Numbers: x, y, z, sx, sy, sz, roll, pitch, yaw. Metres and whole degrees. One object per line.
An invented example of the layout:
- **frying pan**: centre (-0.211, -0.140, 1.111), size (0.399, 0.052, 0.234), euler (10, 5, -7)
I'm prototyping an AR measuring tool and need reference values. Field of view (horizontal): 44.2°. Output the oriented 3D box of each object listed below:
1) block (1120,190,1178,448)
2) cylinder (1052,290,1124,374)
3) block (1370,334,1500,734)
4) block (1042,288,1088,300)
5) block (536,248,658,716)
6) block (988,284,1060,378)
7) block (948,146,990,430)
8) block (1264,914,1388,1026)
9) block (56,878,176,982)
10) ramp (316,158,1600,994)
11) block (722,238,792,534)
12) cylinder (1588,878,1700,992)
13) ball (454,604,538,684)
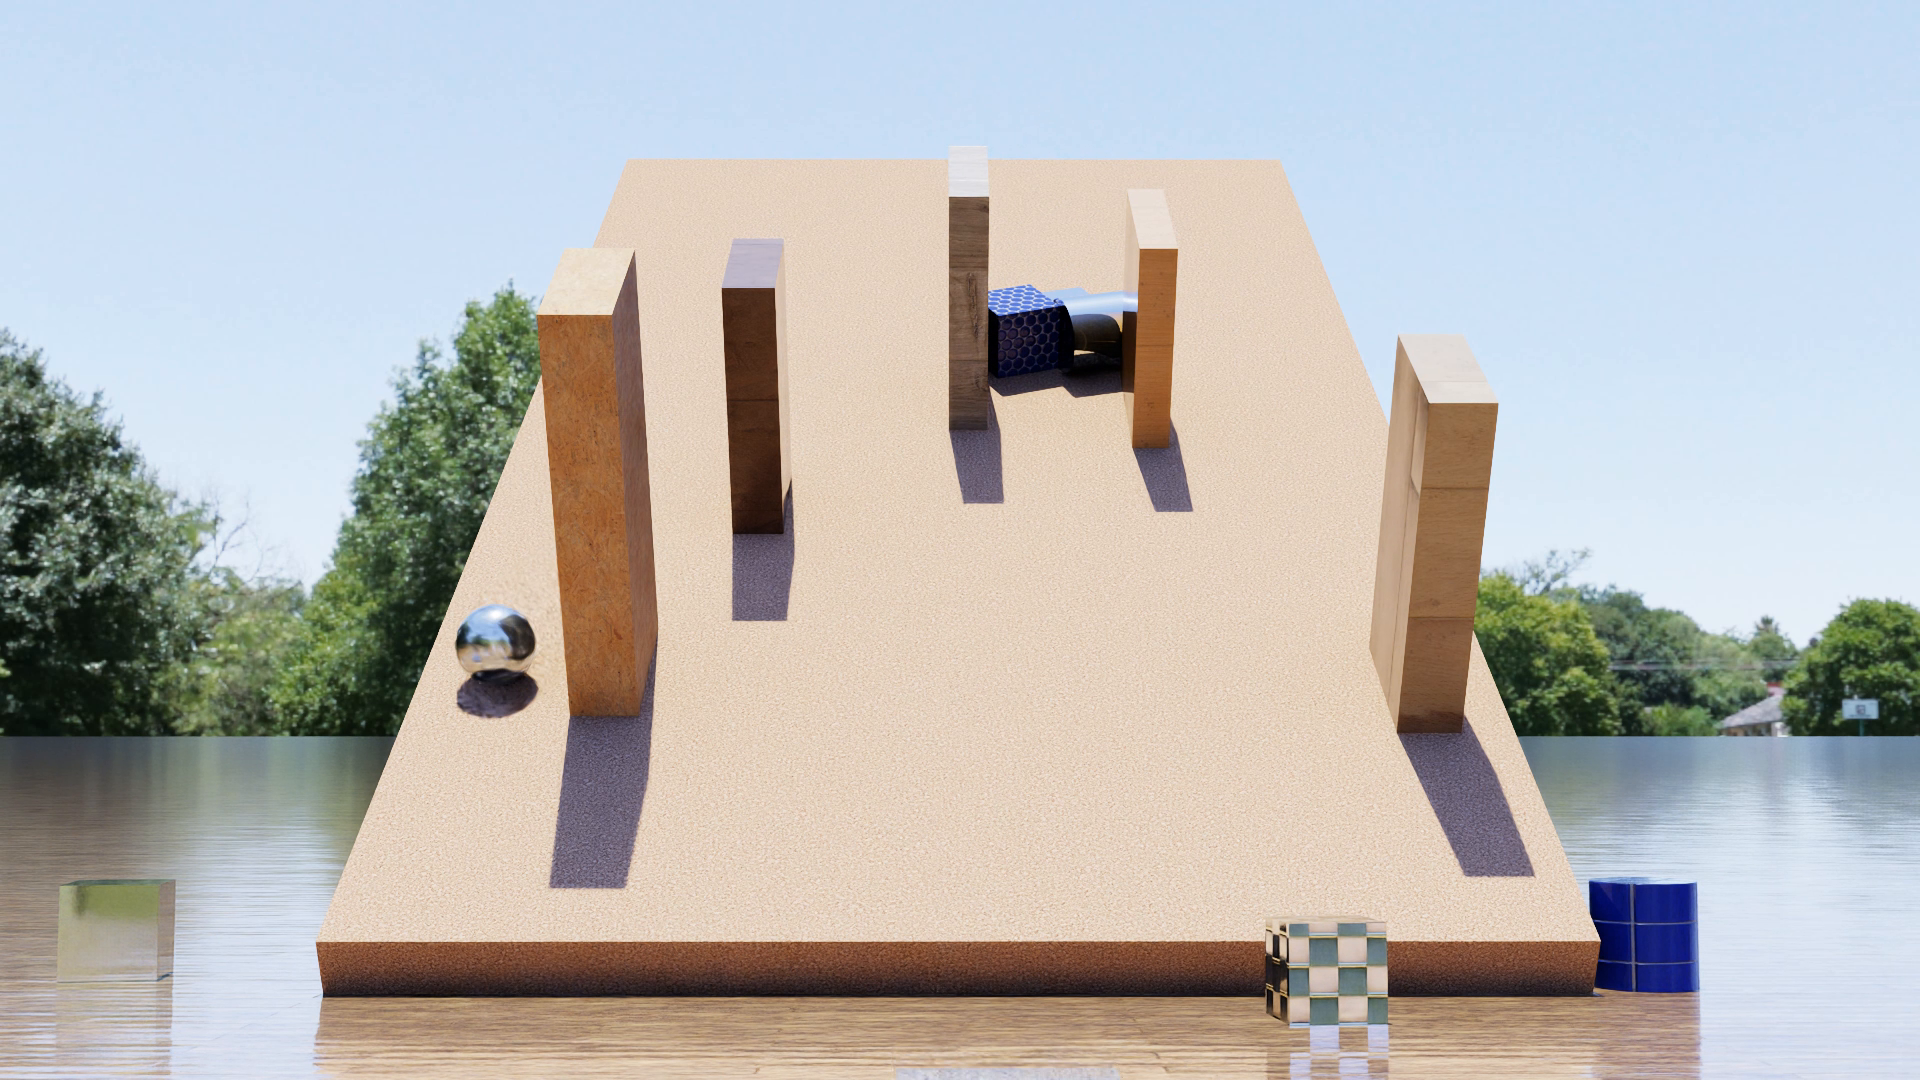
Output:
- **block**: centre (0.430, -0.511, 5.418), size (0.083, 0.475, 0.407), euler (0, 27, 0)
- **cylinder**: centre (0.330, -0.506, 5.734), size (0.182, 0.182, 0.182), euler (-8, -2, -17)
- **block**: centre (0.841, -0.011, 4.235), size (0.116, 0.643, 0.312), euler (0, 27, 0)
- **block**: centre (0.267, -0.543, 5.874), size (0.122, 0.122, 0.122), euler (-10, 28, -19)
- **block**: centre (-0.644, -0.102, 4.259), size (0.125, 0.776, 0.327), euler (0, 27, 0)
- **block**: centre (0.132, -0.509, 5.760), size (0.162, 0.162, 0.162), euler (-11, 29, -22)
- **block**: centre (0.018, -0.585, 5.469), size (0.089, 0.559, 0.371), euler (0, 27, 0)
- **block**: centre (0.525, 0.617, 3.402), size (0.142, 0.142, 0.142), euler (0, -5, -6)
- **block**: centre (-1.417, 0.655, 3.980), size (0.158, 0.158, 0.158), euler (1, -5, -9)
- **ramp**: centre (-0.010, -0.227, 5.490), size (2.000, 0.100, 4.000), euler (0, 27, 0)
- **block**: centre (-0.423, -0.323, 4.957), size (0.107, 0.547, 0.294), euler (0, 27, 0)
- **cylinder**: centre (1.107, 0.637, 3.828), size (0.170, 0.170, 0.170), euler (0, -5, 0)
- **ball**: centre (-0.857, 0.193, 4.370), size (0.149, 0.149, 0.149), euler (0, -5, 0)
